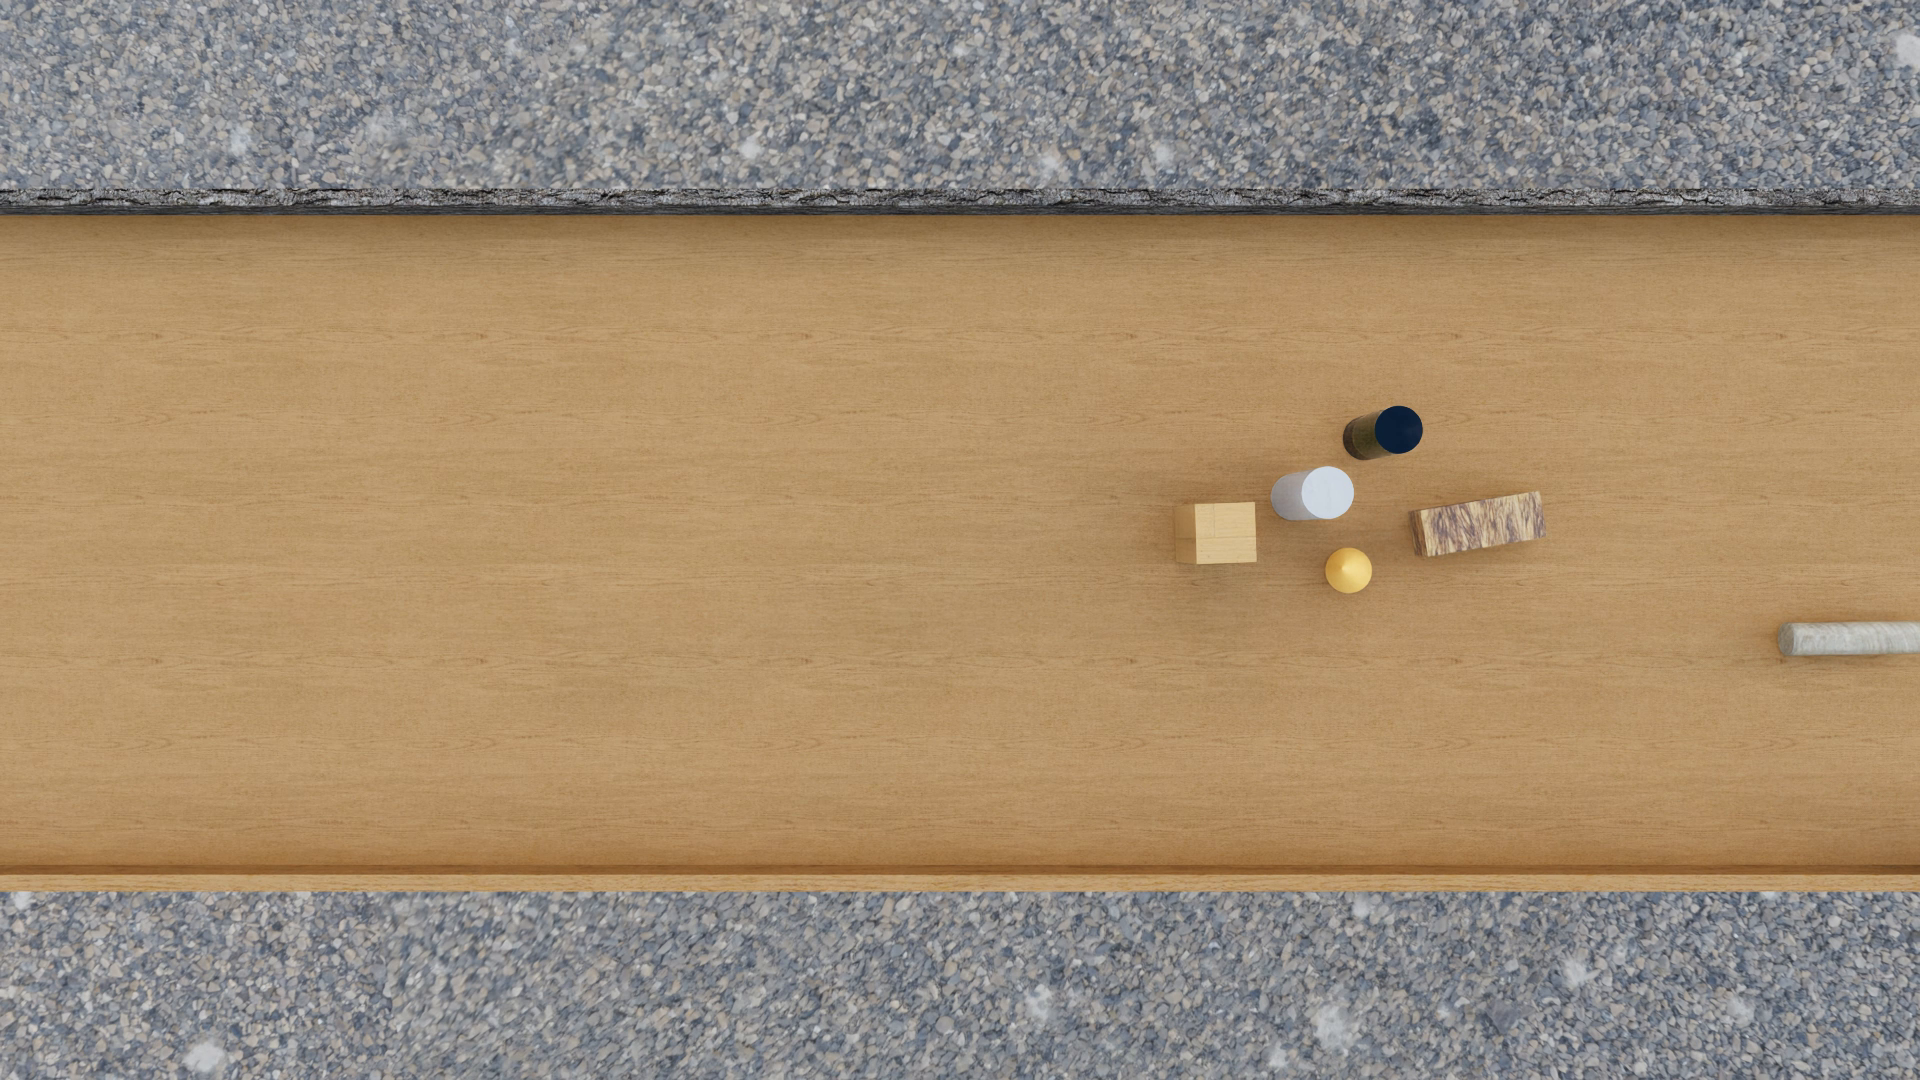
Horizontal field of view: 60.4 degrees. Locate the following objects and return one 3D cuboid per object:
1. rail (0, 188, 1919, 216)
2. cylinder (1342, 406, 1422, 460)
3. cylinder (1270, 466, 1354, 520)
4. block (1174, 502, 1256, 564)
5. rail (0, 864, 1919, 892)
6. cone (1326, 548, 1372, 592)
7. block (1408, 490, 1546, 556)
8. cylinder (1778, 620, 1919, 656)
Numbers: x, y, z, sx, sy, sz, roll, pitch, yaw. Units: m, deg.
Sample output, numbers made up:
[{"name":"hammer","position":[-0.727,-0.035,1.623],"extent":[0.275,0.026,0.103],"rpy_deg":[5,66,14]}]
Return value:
[{"name":"rail","position":[-2.247,-1.025,5.002],"extent":[12.000,0.150,0.050],"rpy_deg":[0,90,0]},{"name":"cylinder","position":[1.246,-0.313,4.880],"extent":[0.137,0.393,0.137],"rpy_deg":[0,90,0]},{"name":"cylinder","position":[1.029,-0.132,4.847],"extent":[0.147,0.460,0.147],"rpy_deg":[0,90,0]},{"name":"block","position":[0.746,-0.019,4.853],"extent":[0.168,0.448,0.168],"rpy_deg":[-2,90,0]},{"name":"rail","position":[-2.247,1.025,5.001],"extent":[12.000,0.150,0.050],"rpy_deg":[0,90,0]},{"name":"cone","position":[1.139,0.087,4.874],"extent":[0.139,0.382,0.139],"rpy_deg":[-1,88,16]},{"name":"block","position":[1.568,-0.049,5.007],"extent":[0.361,0.139,0.139],"rpy_deg":[-9,90,0]},{"name":"cylinder","position":[2.719,0.299,5.026],"extent":[0.404,0.101,0.101],"rpy_deg":[-1,90,0]}]
